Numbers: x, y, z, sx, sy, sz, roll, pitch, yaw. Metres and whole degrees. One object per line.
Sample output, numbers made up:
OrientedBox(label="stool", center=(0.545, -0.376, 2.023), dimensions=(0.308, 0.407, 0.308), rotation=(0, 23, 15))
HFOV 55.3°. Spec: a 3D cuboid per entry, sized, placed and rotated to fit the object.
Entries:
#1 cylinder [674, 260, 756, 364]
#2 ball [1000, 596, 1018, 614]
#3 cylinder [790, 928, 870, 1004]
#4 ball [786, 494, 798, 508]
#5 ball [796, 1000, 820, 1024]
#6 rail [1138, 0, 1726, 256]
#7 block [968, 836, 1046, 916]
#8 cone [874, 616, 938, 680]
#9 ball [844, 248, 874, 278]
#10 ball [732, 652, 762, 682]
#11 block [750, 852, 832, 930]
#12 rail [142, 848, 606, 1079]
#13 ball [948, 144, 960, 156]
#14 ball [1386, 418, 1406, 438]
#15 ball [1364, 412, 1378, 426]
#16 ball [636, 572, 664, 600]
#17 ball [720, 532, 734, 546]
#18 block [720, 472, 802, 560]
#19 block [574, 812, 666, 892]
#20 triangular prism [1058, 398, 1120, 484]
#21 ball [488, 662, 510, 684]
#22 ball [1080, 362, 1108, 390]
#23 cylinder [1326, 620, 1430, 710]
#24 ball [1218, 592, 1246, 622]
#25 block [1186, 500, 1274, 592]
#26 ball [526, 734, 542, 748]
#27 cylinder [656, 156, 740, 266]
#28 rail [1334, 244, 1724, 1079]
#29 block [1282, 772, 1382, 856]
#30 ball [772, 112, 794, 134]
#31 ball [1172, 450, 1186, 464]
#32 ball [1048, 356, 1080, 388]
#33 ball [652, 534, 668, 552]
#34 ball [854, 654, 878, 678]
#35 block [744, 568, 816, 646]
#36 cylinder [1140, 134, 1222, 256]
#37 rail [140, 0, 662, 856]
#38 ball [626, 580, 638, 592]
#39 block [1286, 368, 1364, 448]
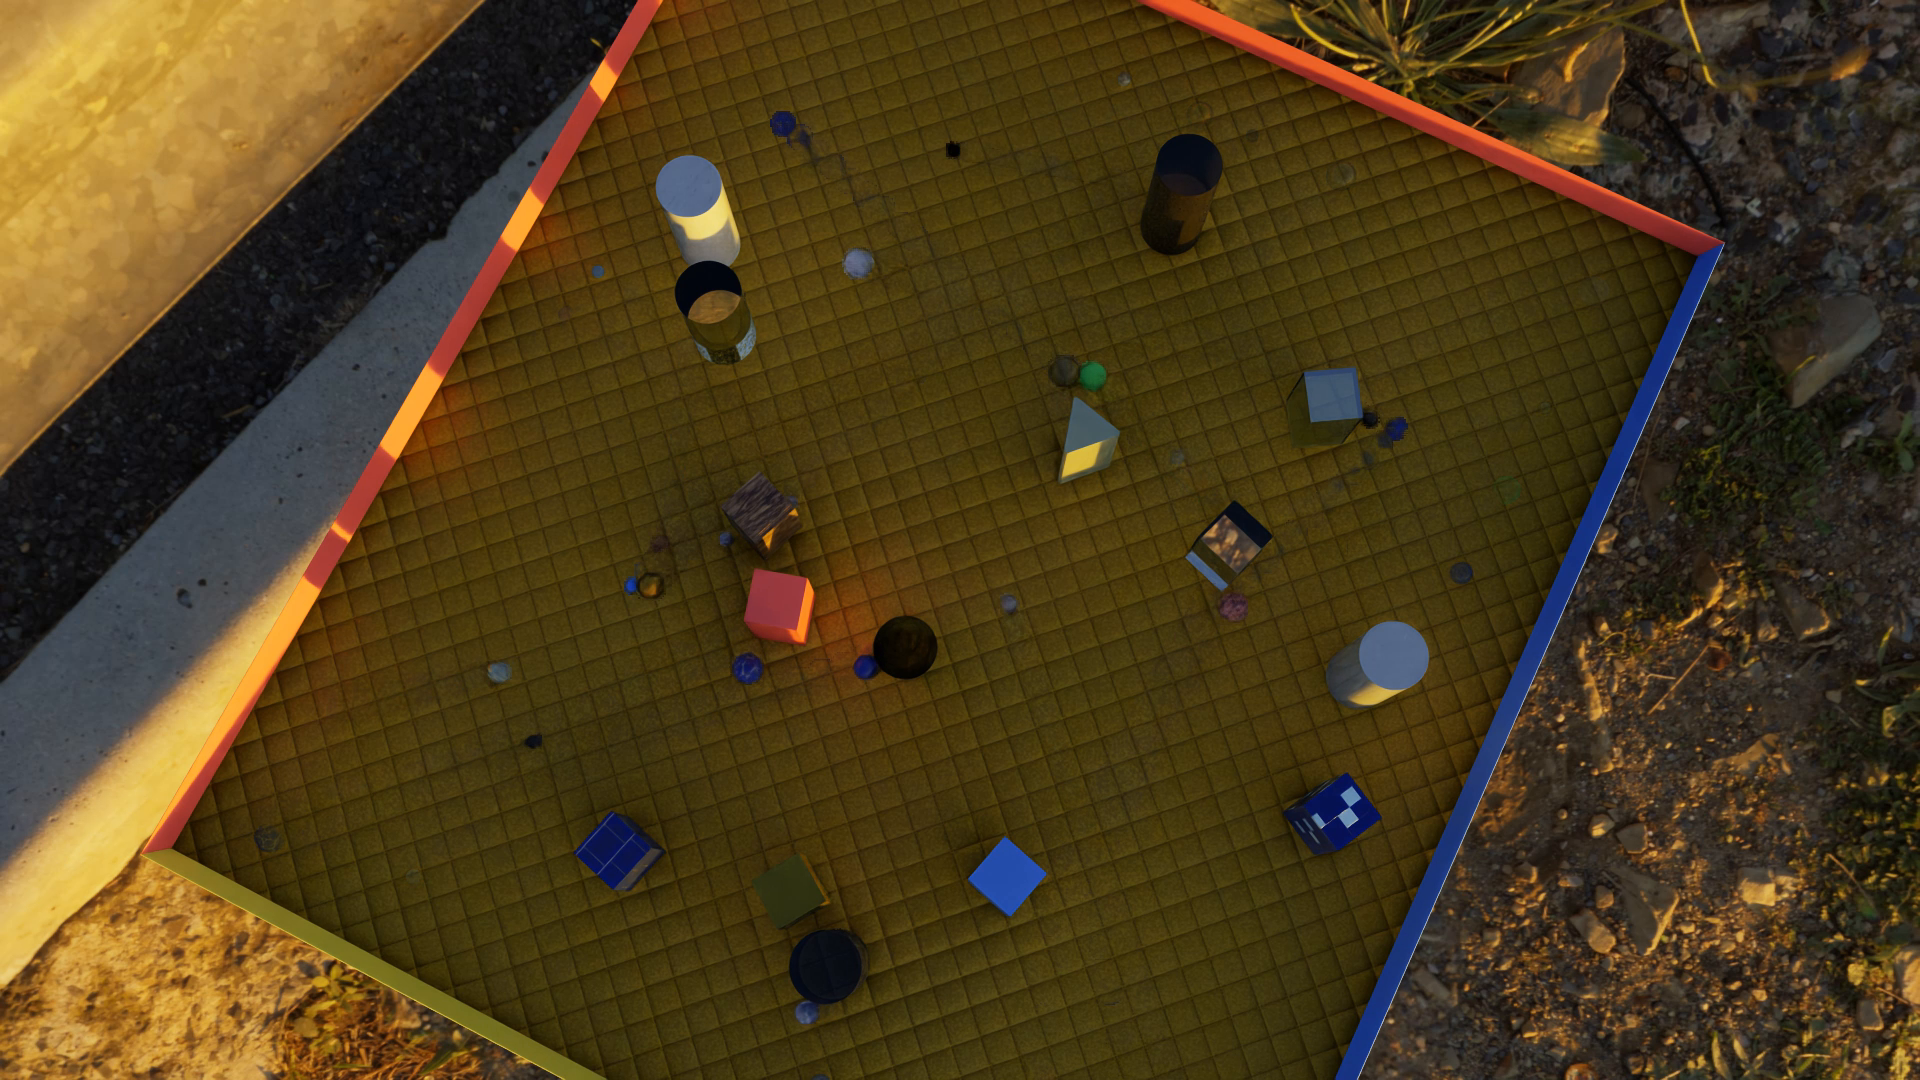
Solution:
OrientedBox(label="cylinder", center=(-0.736, -0.683, 5.551), dimensions=(0.194, 0.405, 0.194), rotation=(0, 78, 0))
OrientedBox(label="ball", center=(0.149, 0.194, 5.549), dimensions=(0.054, 0.054, 0.054), rotation=(0, 78, 0))
OrientedBox(label="cylinder", center=(-0.360, 1.189, 5.128), dimensions=(0.194, 0.475, 0.194), rotation=(0, 78, 0))
OrientedBox(label="ball", center=(-0.517, -0.115, 5.602), dimensions=(0.046, 0.046, 0.046), rotation=(0, 78, 0))
OrientedBox(label="ball", center=(-0.440, 1.366, 5.299), dimensions=(0.069, 0.069, 0.069), rotation=(0, 78, 0))
OrientedBox(label="rail", center=(0.838, -1.634, 5.889), dimensions=(3.406, 0.126, 0.045), rotation=(26, 80, 5))
OrientedBox(label="block", center=(0.131, 0.964, 5.229), dimensions=(0.155, 0.369, 0.155), rotation=(41, 81, 8))
OrientedBox(label="cone", center=(-0.165, 0.286, 5.361), dimensions=(0.194, 0.384, 0.194), rotation=(0, 78, 0))
OrientedBox(label="ball", center=(-0.316, -0.868, 5.750), dimensions=(0.090, 0.090, 0.090), rotation=(0, 78, 0))
OrientedBox(label="ball", center=(-0.638, 0.382, 5.492), dimensions=(0.090, 0.090, 0.090), rotation=(0, 78, 0))
OrientedBox(label="block", center=(-0.481, 1.011, 5.266), dimensions=(0.155, 0.276, 0.155), rotation=(-30, 80, -6))
OrientedBox(label="rail", center=(-0.838, 1.648, 5.210), dimensions=(3.406, 0.126, 0.045), rotation=(26, 80, 5))
OrientedBox(label="ball", center=(-0.020, -1.245, 5.853), dimensions=(0.042, 0.042, 0.042), rotation=(0, 78, 0))
OrientedBox(label="ball", center=(1.345, -0.345, 5.657), dimensions=(0.061, 0.061, 0.061), rotation=(0, 78, 0))
OrientedBox(label="ball", center=(1.270, -0.373, 5.672), dimensions=(0.044, 0.044, 0.044), rotation=(0, 78, 0))
OrientedBox(label="ball", center=(-0.935, 0.139, 5.545), dimensions=(0.084, 0.084, 0.084), rotation=(0, 78, 0))
OrientedBox(label="ball", center=(-0.713, -0.002, 5.595), dimensions=(0.044, 0.044, 0.044), rotation=(0, 78, 0))
OrientedBox(label="block", center=(-0.593, -0.070, 5.500), dimensions=(0.155, 0.257, 0.155), rotation=(-43, 81, -8))
OrientedBox(label="block", center=(-0.980, 0.901, 5.293), dimensions=(0.155, 0.268, 0.155), rotation=(41, 81, 8))
OrientedBox(label="triangular prism", center=(0.359, -0.309, 5.484), dimensions=(0.168, 0.384, 0.146), rotation=(-19, 79, -4))
OrientedBox(label="ball", center=(-1.384, 0.397, 5.502), dimensions=(0.064, 0.064, 0.064), rotation=(0, 78, 0))
OrientedBox(label="ball", center=(0.412, -0.506, 5.677), dimensions=(0.086, 0.086, 0.086), rotation=(0, 78, 0))
OrientedBox(label="cylinder", center=(1.201, 0.367, 5.300), dimensions=(0.194, 0.470, 0.194), rotation=(0, 78, 0))
OrientedBox(label="ball", center=(0.822, 0.202, 5.530), dimensions=(0.088, 0.088, 0.088), rotation=(0, 78, 0))
OrientedBox(label="block", center=(0.798, 0.021, 5.453), dimensions=(0.155, 0.311, 0.155), rotation=(44, 82, 8))
OrientedBox(label="ball", center=(-1.272, 0.601, 5.471), dimensions=(0.042, 0.042, 0.042), rotation=(0, 78, 0))
OrientedBox(label="cylinder", center=(-0.793, -0.986, 5.582), dimensions=(0.194, 0.467, 0.194), rotation=(0, 78, 0))
OrientedBox(label="rail", center=(1.502, 0.742, 5.398), dimensions=(0.045, 0.126, 3.795), rotation=(26, 80, 5))
OrientedBox(label="block", center=(1.066, 0.791, 5.274), dimensions=(0.155, 0.351, 0.155), rotation=(-35, 81, -7))
OrientedBox(label="ball", center=(-0.564, -1.331, 5.857), dimensions=(0.069, 0.069, 0.069), rotation=(0, 78, 0))
OrientedBox(label="ball", center=(0.673, -0.255, 5.647), dimensions=(0.044, 0.044, 0.044), rotation=(0, 78, 0))
OrientedBox(label="ball", center=(0.322, -0.521, 5.675), dimensions=(0.097, 0.097, 0.097), rotation=(0, 78, 0))
OrientedBox(label="ball", center=(-0.914, 0.008, 5.588), dimensions=(0.052, 0.052, 0.052), rotation=(0, 78, 0))
OrientedBox(label="ball", center=(-0.283, 0.379, 5.501), dimensions=(0.072, 0.072, 0.072), rotation=(0, 78, 0))
OrientedBox(label="block", center=(-0.530, 0.202, 5.416), dimensions=(0.155, 0.310, 0.155), rotation=(10, 79, 2))
OrientedBox(label="cylinder", center=(0.670, -1.046, 5.585), dimensions=(0.194, 0.485, 0.194), rotation=(0, 78, 0))
OrientedBox(label="rail", center=(-1.502, -0.729, 5.702), dimensions=(0.045, 0.126, 3.795), rotation=(26, 80, 5))
OrientedBox(label="ball", center=(-0.994, 0.139, 5.567), dimensions=(0.041, 0.041, 0.041), rotation=(0, 78, 0))
OrientedBox(label="block", center=(1.099, -0.396, 5.541), dimensions=(0.155, 0.309, 0.155), rotation=(-5, 78, -1))
